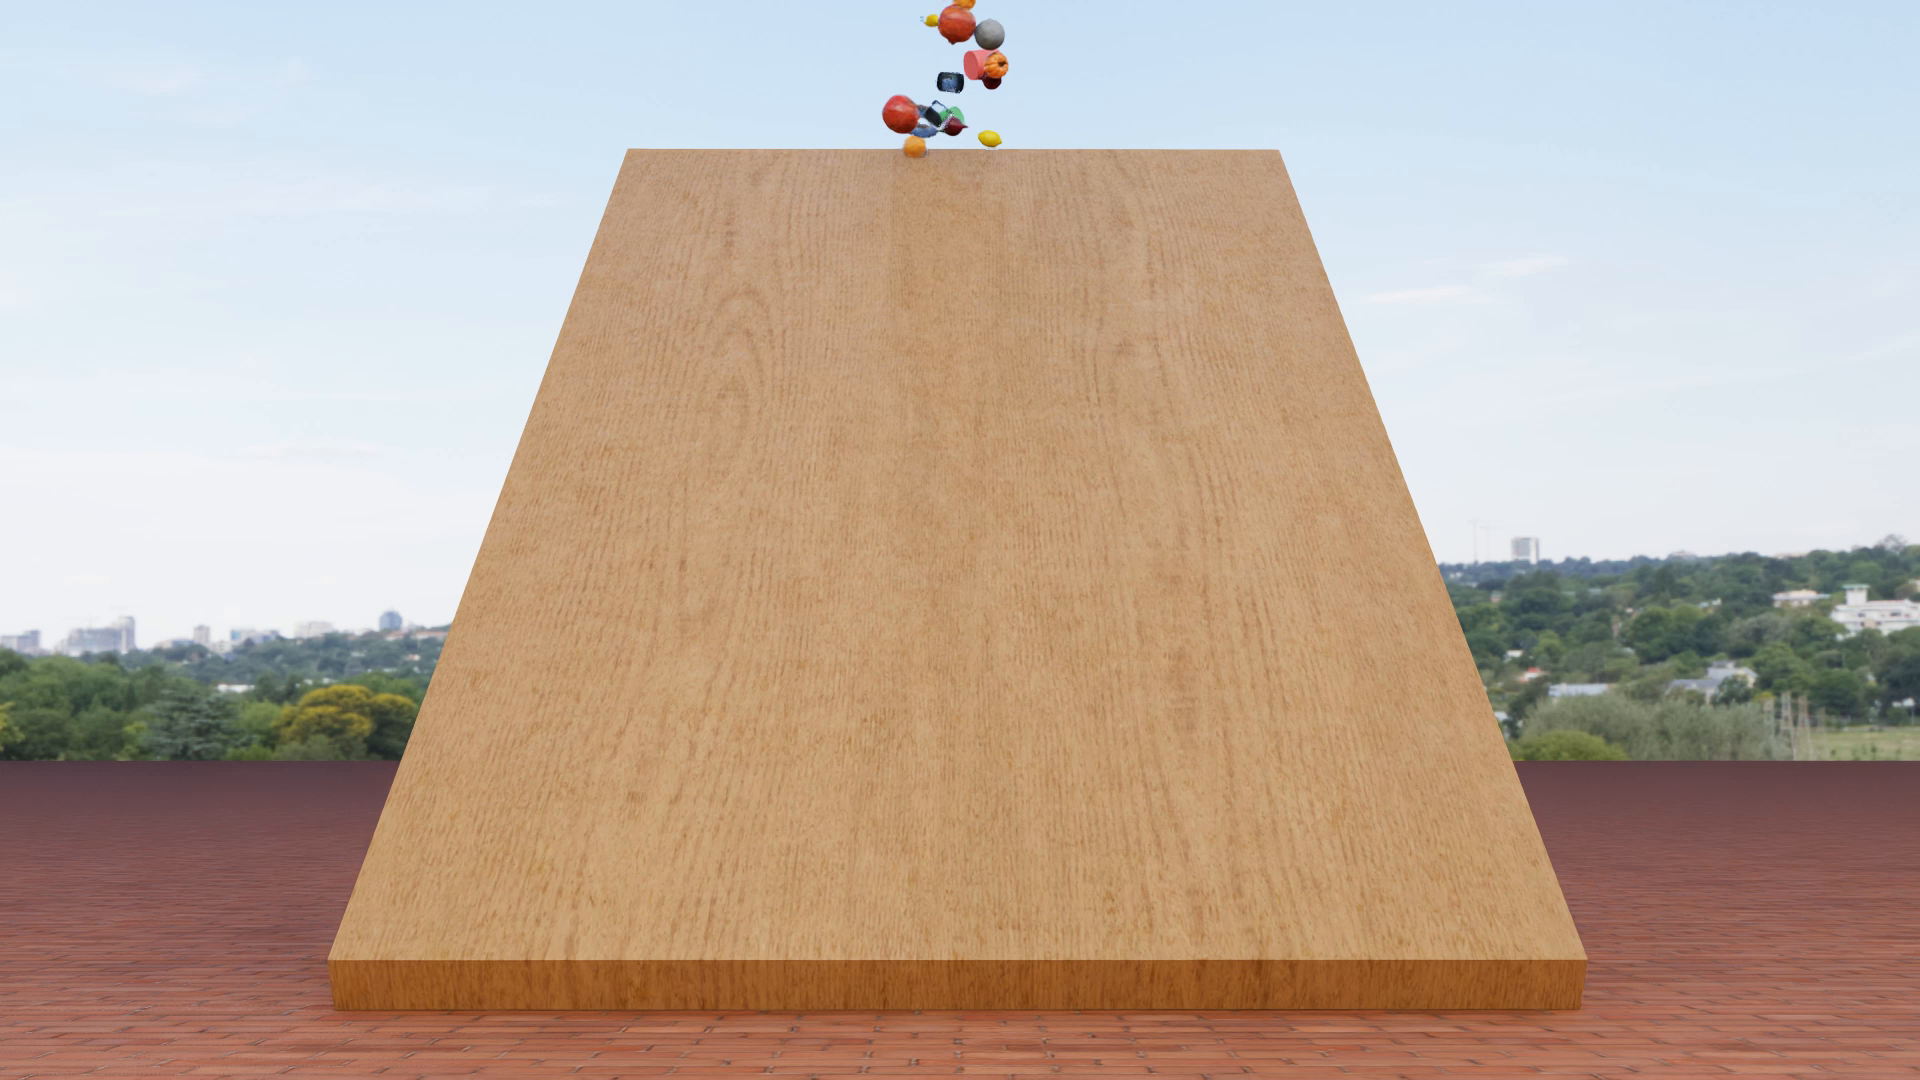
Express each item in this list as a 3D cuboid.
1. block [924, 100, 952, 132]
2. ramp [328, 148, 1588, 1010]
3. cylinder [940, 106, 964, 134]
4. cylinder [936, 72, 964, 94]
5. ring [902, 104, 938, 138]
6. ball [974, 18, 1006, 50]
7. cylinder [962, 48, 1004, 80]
[{"bbox_3d":[-0.066,-1.258,7.062,0.060,0.060,0.060,39,1,2],"label":"block"},{"bbox_3d":[-0.011,-0.223,5.573,2.000,0.100,4.000,0,28,0],"label":"ramp"},{"bbox_3d":[-0.030,-1.286,7.298,0.065,0.065,0.065,-22,-15,28],"label":"cylinder"},{"bbox_3d":[-0.028,-1.354,7.049,0.060,0.060,0.060,13,2,30],"label":"cylinder"},{"bbox_3d":[-0.116,-1.271,7.237,0.122,0.122,0.041,2,-33,-17],"label":"ring"},{"bbox_3d":[0.087,-1.479,6.980,0.091,0.091,0.091,0,-5,0],"label":"ball"},{"bbox_3d":[0.070,-1.449,7.250,0.089,0.089,0.089,-16,3,-29],"label":"cylinder"}]
